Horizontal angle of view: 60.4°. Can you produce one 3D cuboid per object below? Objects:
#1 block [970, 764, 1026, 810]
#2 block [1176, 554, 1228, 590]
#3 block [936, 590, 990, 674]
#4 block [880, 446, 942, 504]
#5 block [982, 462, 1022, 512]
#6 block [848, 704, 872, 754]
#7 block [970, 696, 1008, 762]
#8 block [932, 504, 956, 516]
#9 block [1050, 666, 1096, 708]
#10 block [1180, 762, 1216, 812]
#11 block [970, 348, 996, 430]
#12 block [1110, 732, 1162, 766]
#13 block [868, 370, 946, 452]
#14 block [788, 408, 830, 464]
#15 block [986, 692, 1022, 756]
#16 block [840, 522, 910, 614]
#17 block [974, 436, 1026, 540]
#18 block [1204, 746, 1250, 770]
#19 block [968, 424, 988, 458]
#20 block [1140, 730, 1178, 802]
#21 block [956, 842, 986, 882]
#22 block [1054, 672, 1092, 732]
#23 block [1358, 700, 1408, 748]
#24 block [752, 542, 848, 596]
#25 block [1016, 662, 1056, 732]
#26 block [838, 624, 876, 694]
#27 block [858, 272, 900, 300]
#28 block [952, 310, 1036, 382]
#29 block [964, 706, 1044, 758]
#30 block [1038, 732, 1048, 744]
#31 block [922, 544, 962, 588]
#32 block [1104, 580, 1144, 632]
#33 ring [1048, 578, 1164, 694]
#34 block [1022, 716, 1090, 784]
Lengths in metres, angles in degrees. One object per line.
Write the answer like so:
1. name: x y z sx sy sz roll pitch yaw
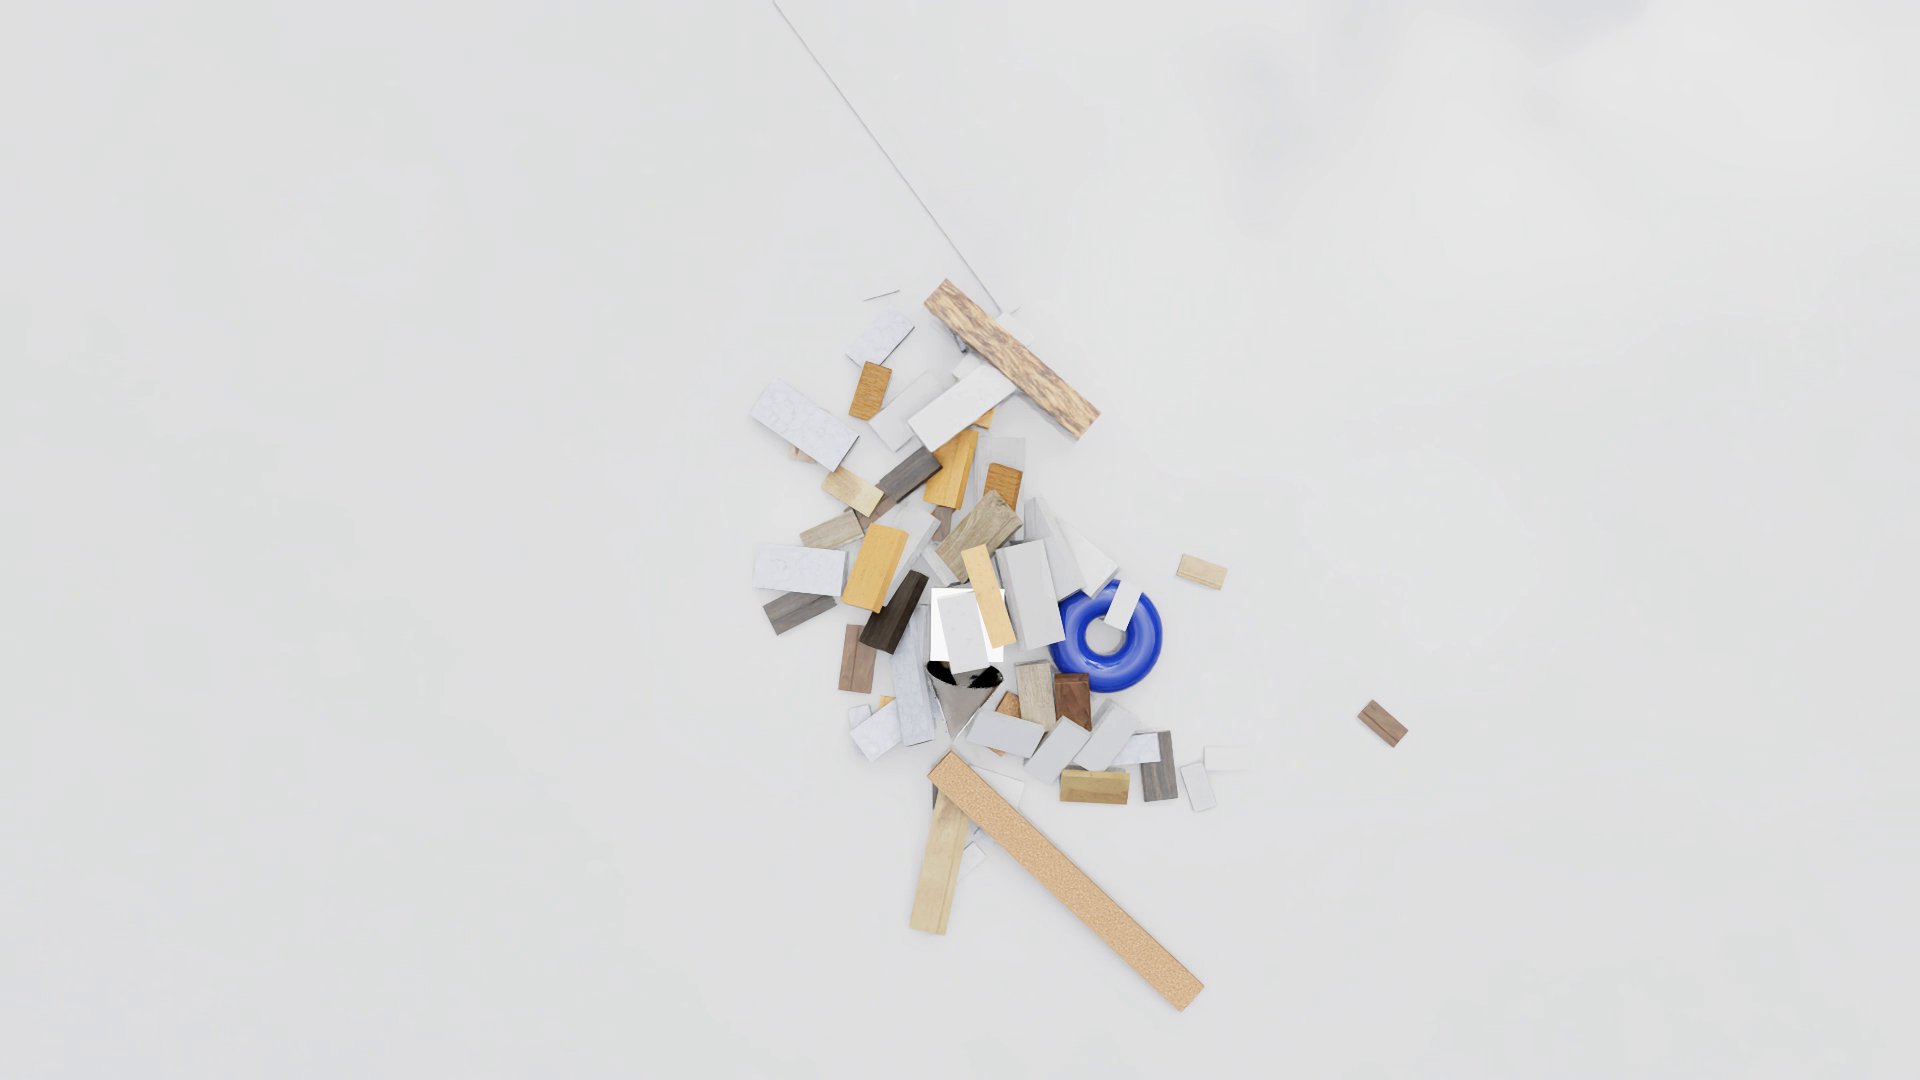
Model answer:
1. block: 0.109 0.822 5.486 0.193 0.027 0.096 18 90 0
2. block: 0.805 0.106 5.489 0.155 0.022 0.077 19 90 0
3. block: 0.010 0.294 5.241 0.122 0.035 0.245 -11 97 1
4. block: -0.162 -0.217 5.444 0.194 0.027 0.097 -38 70 0
5. block: 0.129 -0.130 5.354 0.110 0.031 0.221 20 109 27
6. block: -0.321 0.627 5.477 0.074 0.021 0.148 -13 85 11
7. block: 0.088 0.628 5.486 0.096 0.027 0.193 -16 90 0
8. block: -0.052 -0.099 5.492 0.058 0.016 0.115 37 90 0
9. block: 0.352 0.510 5.474 0.185 0.026 0.093 36 74 0
10. block: 0.793 0.818 5.479 0.076 0.021 0.151 -19 90 17
11. block: 0.071 -0.516 5.467 0.136 0.039 0.273 17 84 0
12. block: 0.567 0.693 5.461 0.185 0.026 0.093 -8 90 16
13. block: -0.164 -0.428 5.465 0.263 0.037 0.131 -41 105 0
14. block: -0.504 -0.353 5.487 0.093 0.026 0.185 14 90 0
15. block: 0.147 0.609 5.462 0.096 0.027 0.193 33 80 -9
16. block: -0.280 0.091 5.417 0.140 0.040 0.280 13 78 37
17. block: 0.129 -0.171 5.417 0.167 0.047 0.335 4 96 36
18. block: 0.889 0.727 5.489 0.151 0.021 0.076 0 90 0
19. block: 0.055 -0.346 5.489 0.077 0.022 0.155 -24 90 0
20. block: 0.655 0.751 5.484 0.112 0.032 0.225 -7 90 0
21. block: 0.018 1.070 5.491 0.129 0.018 0.064 -41 90 0
22. block: 0.372 0.544 5.409 0.113 0.032 0.225 -3 114 5
23. block: 1.407 0.611 5.489 0.155 0.022 0.077 41 90 0
24. block: -0.527 0.098 5.448 0.298 0.042 0.149 6 86 9
25. block: 0.252 0.519 5.436 0.113 0.032 0.225 -7 94 5
26. block: -0.336 0.395 5.484 0.110 0.031 0.221 8 90 0
27. block: -0.270 -0.844 5.491 0.125 0.018 0.063 -16 90 0
28. block: 0.111 -0.607 5.438 0.136 0.039 0.273 40 84 3
29. block: 0.146 0.631 5.395 0.234 0.033 0.117 17 117 -16
30. block: 0.287 0.649 5.487 0.185 0.026 0.093 -31 90 0
31. block: -0.061 0.083 5.435 0.023 0.081 0.163 -47 69 29
32. block: 0.531 0.213 5.365 0.076 0.021 0.151 23 87 4
33. ring: 0.479 0.315 5.438 0.384 0.128 0.384 0 91 1
34. block: 0.318 0.693 5.436 0.112 0.032 0.223 32 110 -13
